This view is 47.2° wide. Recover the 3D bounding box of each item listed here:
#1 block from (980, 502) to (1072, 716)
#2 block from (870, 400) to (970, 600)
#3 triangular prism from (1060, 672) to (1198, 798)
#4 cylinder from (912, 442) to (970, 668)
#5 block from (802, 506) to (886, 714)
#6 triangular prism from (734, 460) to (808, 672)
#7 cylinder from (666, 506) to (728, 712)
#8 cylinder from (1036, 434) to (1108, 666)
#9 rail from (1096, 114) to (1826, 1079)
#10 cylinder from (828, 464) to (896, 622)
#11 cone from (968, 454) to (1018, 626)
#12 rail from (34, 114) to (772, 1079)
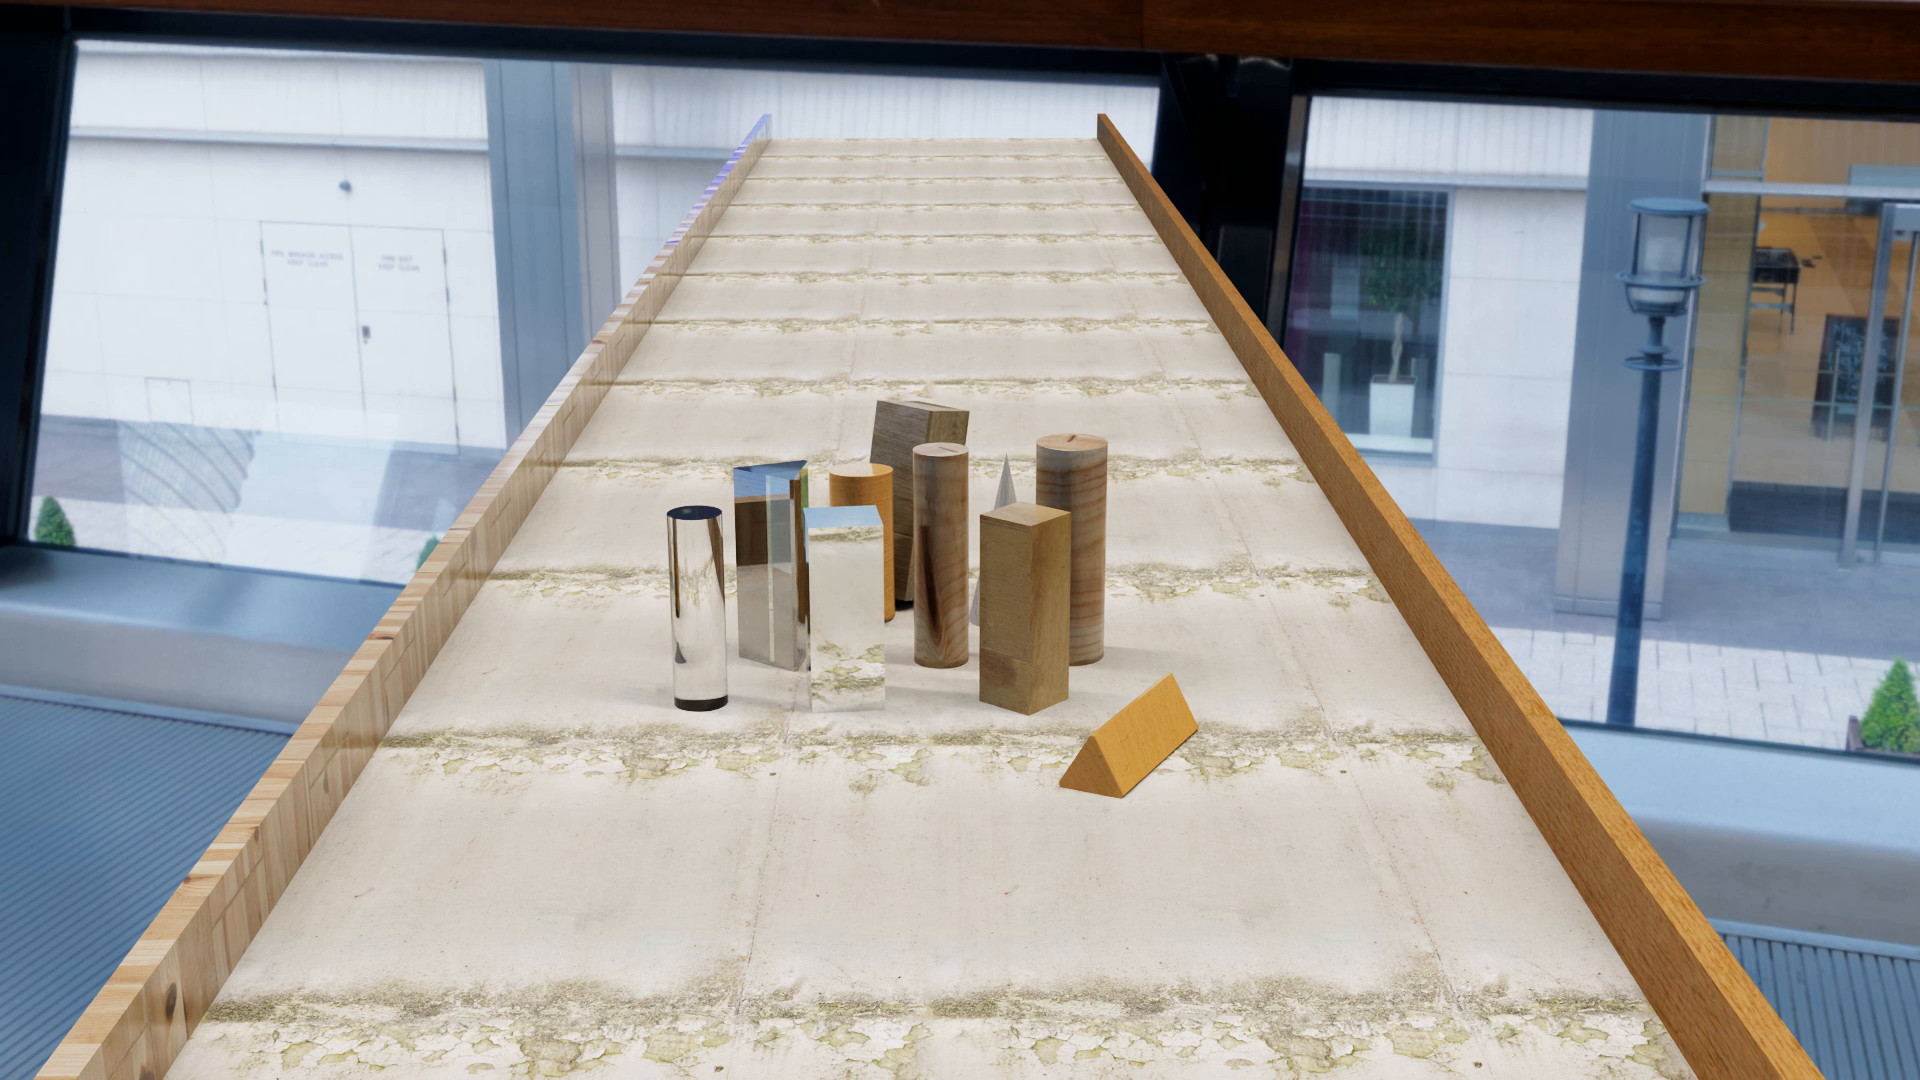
[{"bbox_3d":[0.122,0.128,4.148,0.121,0.370,0.121,14,21,39],"label":"block"},{"bbox_3d":[-0.105,-0.088,4.764,0.144,0.410,0.144,13,10,36],"label":"block"},{"bbox_3d":[0.305,0.336,3.905,0.118,0.103,0.356,9,19,26],"label":"triangular prism"},{"bbox_3d":[-0.037,0.032,4.357,0.110,0.435,0.110,0,17,0],"label":"cylinder"},{"bbox_3d":[-0.219,0.130,4.153,0.138,0.363,0.138,-2,17,-8],"label":"block"},{"bbox_3d":[-0.346,0.044,4.388,0.152,0.393,0.132,12,20,35],"label":"triangular prism"},{"bbox_3d":[-0.493,0.129,4.135,0.103,0.375,0.103,0,17,0],"label":"cylinder"},{"bbox_3d":[0.220,0.019,4.385,0.142,0.442,0.142,0,17,0],"label":"cylinder"},{"bbox_3d":[0.932,-0.844,7.801,0.050,0.150,12.000,0,17,-1],"label":"rail"},{"bbox_3d":[-0.206,0.006,4.642,0.135,0.316,0.135,0,14,0],"label":"cylinder"},{"bbox_3d":[0.097,-0.008,4.615,0.157,0.364,0.157,0,17,0],"label":"cone"},{"bbox_3d":[-1.118,-0.838,7.780,0.050,0.150,12.000,0,17,-1],"label":"rail"}]
